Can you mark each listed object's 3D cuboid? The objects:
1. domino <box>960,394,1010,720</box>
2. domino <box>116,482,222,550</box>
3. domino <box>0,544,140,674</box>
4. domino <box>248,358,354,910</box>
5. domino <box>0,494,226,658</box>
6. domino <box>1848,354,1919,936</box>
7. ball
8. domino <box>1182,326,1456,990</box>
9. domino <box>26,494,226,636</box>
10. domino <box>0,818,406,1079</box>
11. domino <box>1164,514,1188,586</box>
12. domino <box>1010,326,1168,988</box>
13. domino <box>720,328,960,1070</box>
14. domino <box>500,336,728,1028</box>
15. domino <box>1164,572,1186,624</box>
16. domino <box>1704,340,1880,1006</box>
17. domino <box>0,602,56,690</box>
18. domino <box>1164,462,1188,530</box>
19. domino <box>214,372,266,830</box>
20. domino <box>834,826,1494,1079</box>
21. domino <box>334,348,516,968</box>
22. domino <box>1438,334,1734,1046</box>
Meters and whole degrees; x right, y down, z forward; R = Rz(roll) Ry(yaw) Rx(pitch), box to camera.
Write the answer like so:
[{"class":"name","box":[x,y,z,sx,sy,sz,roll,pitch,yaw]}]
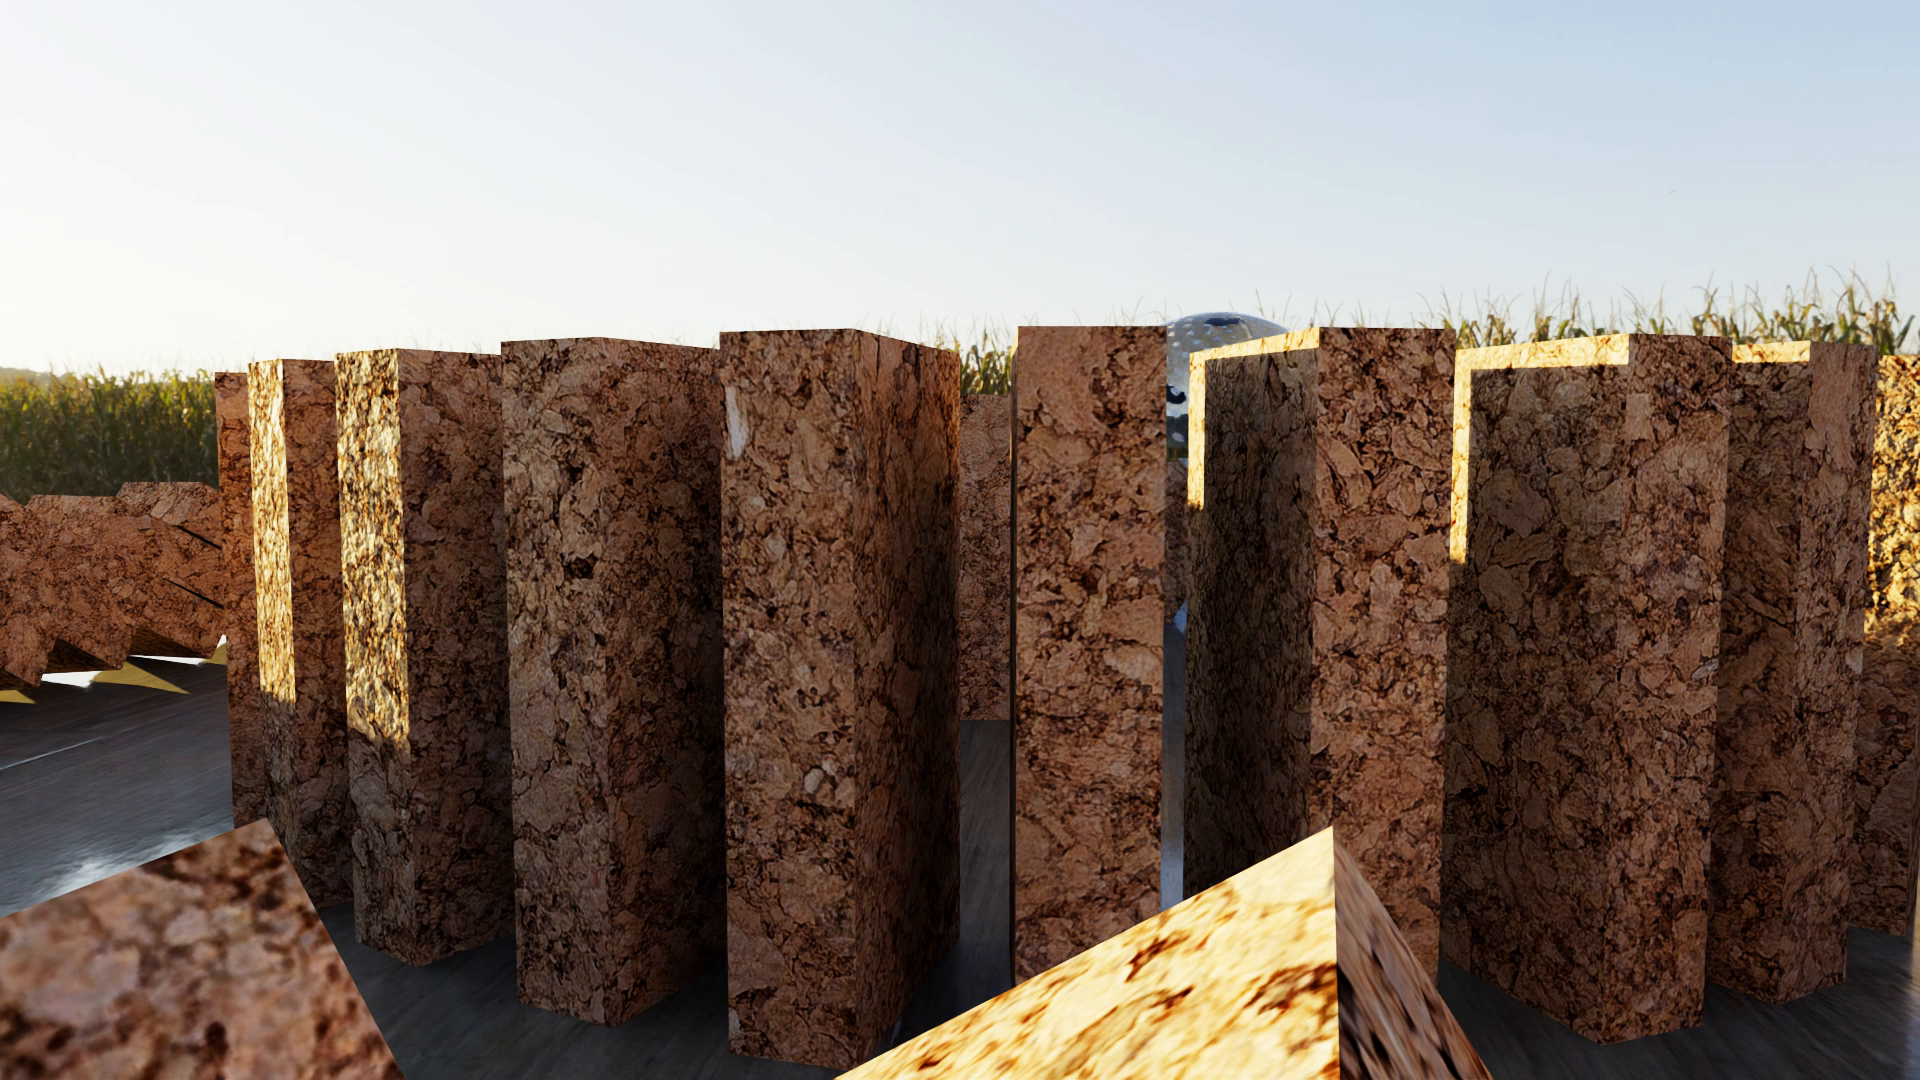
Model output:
[{"class":"domino","box":[0.000,0.002,0.201,0.025,0.050,0.010,0,4,0]},{"class":"domino","box":[-0.150,0.004,0.273,0.025,0.009,0.050,1,-27,26]},{"class":"domino","box":[-0.168,0.008,0.214,0.025,0.010,0.050,-4,-30,11]},{"class":"domino","box":[-0.054,0.008,0.127,0.010,0.050,0.025,4,6,44]},{"class":"domino","box":[-0.165,0.007,0.236,0.025,0.009,0.050,0,-28,22]},{"class":"domino","box":[0.075,0.008,0.121,0.025,0.050,0.009,4,6,42]},{"class":"ball","box":[0.073,-0.025,0.370,0.080,0.080,0.080,0,4,0]},{"class":"domino","box":[0.026,0.010,0.097,0.009,0.050,0.025,-1,4,-9]},{"class":"domino","box":[-0.156,0.007,0.257,0.025,0.009,0.050,2,-25,25]},{"class":"domino","box":[-0.034,0.023,0.020,0.050,0.010,0.025,-33,-5,23]},{"class":"domino","box":[0.052,0.001,0.317,0.050,0.009,0.025,35,11,8]},{"class":"domino","box":[0.009,0.010,0.096,0.010,0.050,0.025,0,4,1]},{"class":"domino","box":[-0.008,0.010,0.099,0.010,0.050,0.025,1,4,16]},{"class":"domino","box":[-0.024,0.010,0.105,0.009,0.050,0.025,2,5,27]},{"class":"domino","box":[0.033,0.001,0.317,0.050,0.009,0.025,34,7,2]},{"class":"domino","box":[0.060,0.009,0.109,0.009,0.050,0.025,-2,5,-29]},{"class":"domino","box":[-0.168,0.009,0.195,0.025,0.009,0.050,-4,-30,4]},{"class":"domino","box":[0.069,0.000,0.314,0.050,0.009,0.025,39,14,11]},{"class":"domino","box":[-0.069,0.007,0.146,0.025,0.050,0.009,-2,5,-30]},{"class":"domino","box":[-0.015,0.023,0.016,0.050,0.009,0.025,-33,-2,17]},{"class":"domino","box":[-0.041,0.009,0.115,0.009,0.050,0.025,3,5,36]},{"class":"domino","box":[0.046,0.010,0.102,0.009,0.050,0.025,-1,5,-19]}]
